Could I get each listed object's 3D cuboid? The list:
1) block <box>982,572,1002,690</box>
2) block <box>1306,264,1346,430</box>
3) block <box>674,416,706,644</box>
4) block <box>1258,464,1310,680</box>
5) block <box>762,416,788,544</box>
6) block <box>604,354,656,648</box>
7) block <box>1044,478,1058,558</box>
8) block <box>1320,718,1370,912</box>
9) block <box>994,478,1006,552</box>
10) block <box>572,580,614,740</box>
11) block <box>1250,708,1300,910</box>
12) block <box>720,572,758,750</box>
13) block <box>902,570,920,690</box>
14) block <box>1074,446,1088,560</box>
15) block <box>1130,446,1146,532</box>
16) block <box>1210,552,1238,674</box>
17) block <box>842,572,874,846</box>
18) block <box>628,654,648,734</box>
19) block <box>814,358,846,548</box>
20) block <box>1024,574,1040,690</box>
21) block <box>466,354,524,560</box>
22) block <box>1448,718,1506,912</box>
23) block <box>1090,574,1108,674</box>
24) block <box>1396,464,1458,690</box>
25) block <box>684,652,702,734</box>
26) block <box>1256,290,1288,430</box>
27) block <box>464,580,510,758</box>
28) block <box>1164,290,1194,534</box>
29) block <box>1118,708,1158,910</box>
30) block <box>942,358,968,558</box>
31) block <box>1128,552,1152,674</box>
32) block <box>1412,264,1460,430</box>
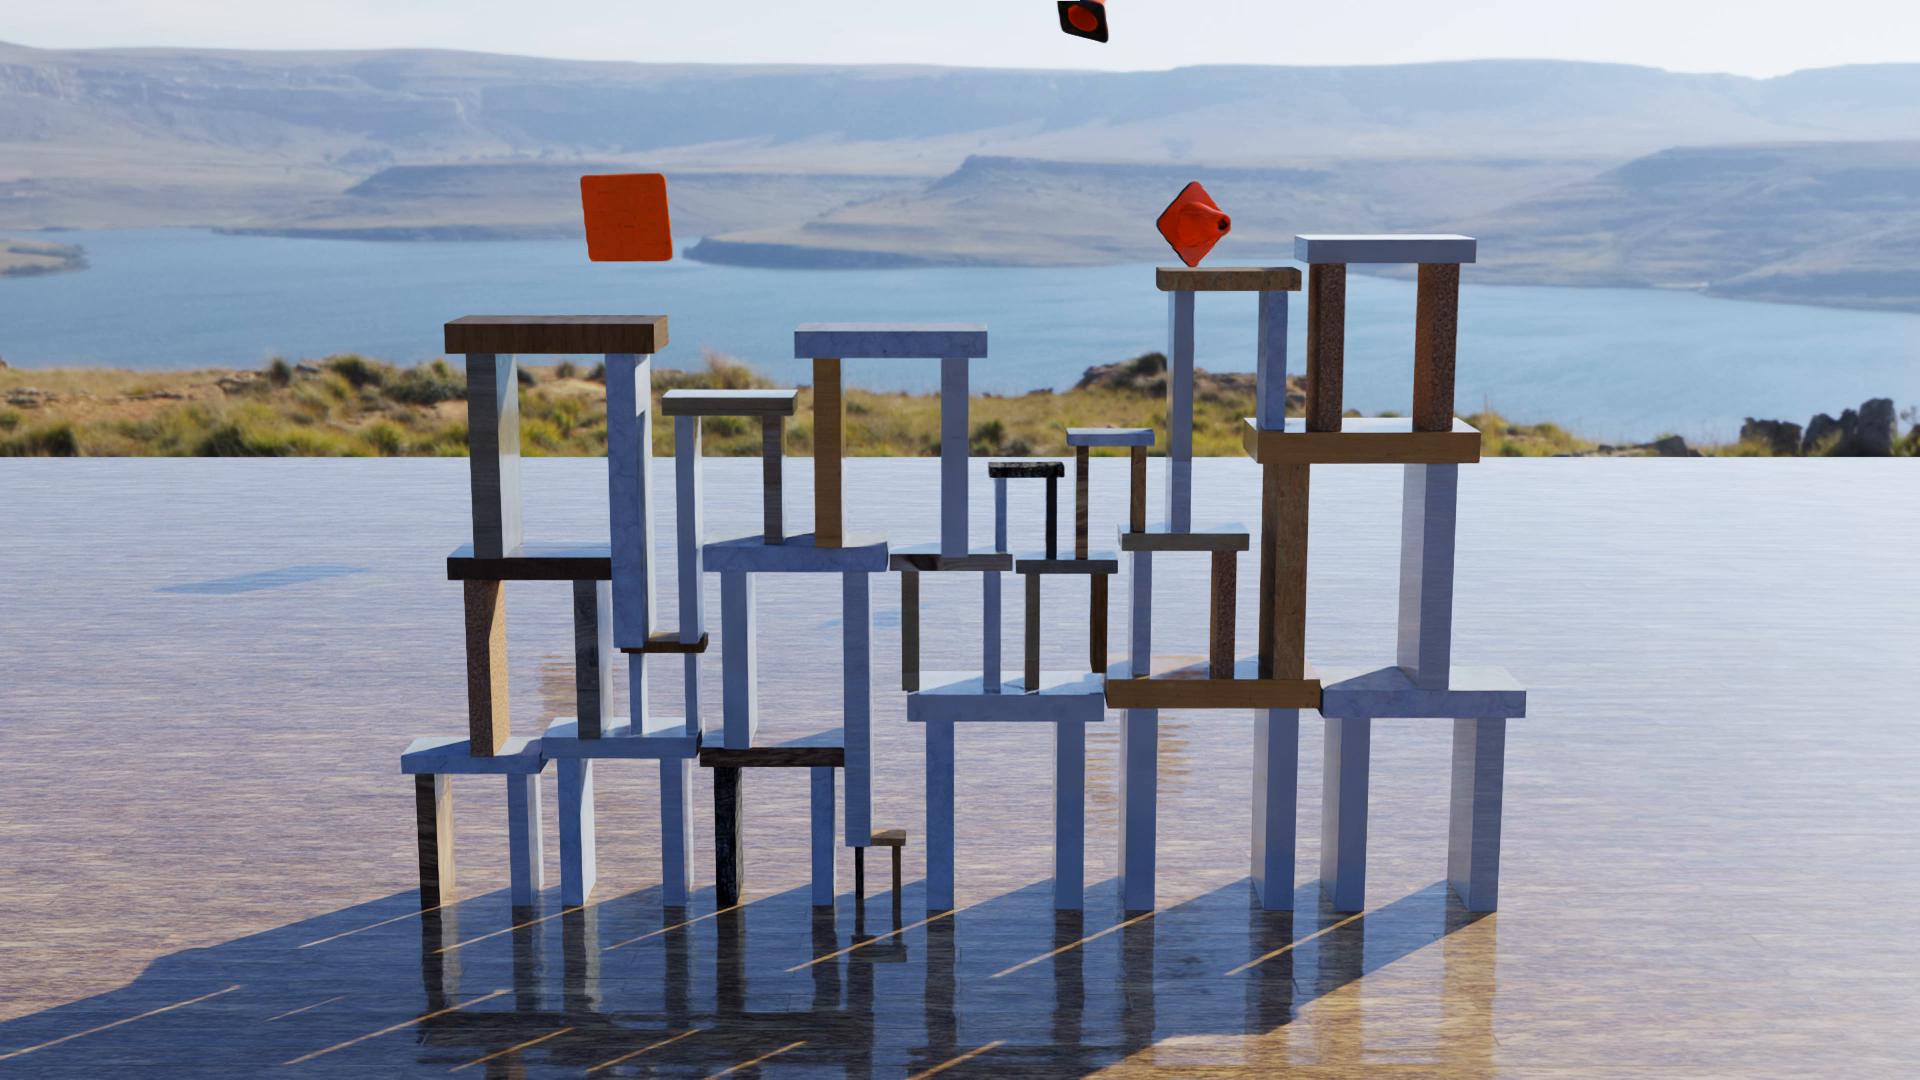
[{"bbox_3d":[0.052,0.137,3.586,0.028,0.197,0.099,0,11,0],"label":"block"},{"bbox_3d":[0.582,-0.313,3.501,0.037,0.262,0.131,0,11,0],"label":"block"},{"bbox_3d":[-0.436,-0.024,3.555,0.029,0.369,0.103,0,11,0],"label":"block"},{"bbox_3d":[0.525,0.036,3.570,0.049,0.349,0.175,0,11,0],"label":"block"},{"bbox_3d":[-0.297,-0.104,3.539,0.029,0.207,0.104,0,11,0],"label":"block"},{"bbox_3d":[-0.529,-0.074,3.545,0.046,0.471,0.163,0,11,0],"label":"block"},{"bbox_3d":[0.147,-0.041,3.556,0.017,0.131,0.060,0,11,0],"label":"block"},{"bbox_3d":[0.636,0.431,3.637,0.046,0.325,0.162,0,11,0],"label":"block"},{"bbox_3d":[0.065,-0.046,3.551,0.017,0.120,0.060,-1,10,-2],"label":"block"},{"bbox_3d":[-0.598,0.181,3.590,0.037,0.262,0.131,0,11,0],"label":"block"},{"bbox_3d":[0.520,0.422,3.642,0.048,0.340,0.170,0,11,0],"label":"block"},{"bbox_3d":[-0.361,0.181,3.597,0.041,0.292,0.146,0,11,0],"label":"block"},{"bbox_3d":[-0.080,0.137,3.586,0.028,0.197,0.099,0,11,0],"label":"block"},{"bbox_3d":[0.195,-0.065,3.546,0.020,0.183,0.069,0,11,0],"label":"block"},{"bbox_3d":[0.287,-0.088,3.542,0.020,0.138,0.069,0,11,0],"label":"block"},{"bbox_3d":[0.428,0.108,3.578,0.029,0.203,0.102,0,11,0],"label":"block"},{"bbox_3d":[-0.166,0.262,3.612,0.041,0.456,0.146,0,11,0],"label":"block"},{"bbox_3d":[-0.527,0.243,3.604,0.019,0.135,0.068,0,11,0],"label":"block"},{"bbox_3d":[-0.208,-0.149,3.527,0.043,0.301,0.150,0,11,0],"label":"block"},{"bbox_3d":[0.117,0.141,3.586,0.023,0.191,0.082,0,11,0],"label":"block"},{"bbox_3d":[-0.746,-0.145,3.532,0.046,0.326,0.163,0,11,0],"label":"block"},{"bbox_3d":[0.853,0.431,3.637,0.046,0.325,0.162,0,11,0],"label":"block"},{"bbox_3d":[0.226,0.128,3.583,0.023,0.164,0.082,0,11,0],"label":"block"},{"bbox_3d":[0.757,0.044,3.572,0.049,0.367,0.175,0,11,0],"label":"block"},{"bbox_3d":[-0.437,0.243,3.604,0.019,0.135,0.067,0,11,0],"label":"block"},{"bbox_3d":[0.497,-0.291,3.504,0.031,0.219,0.109,0,11,0],"label":"block"},{"bbox_3d":[-0.772,0.196,3.593,0.037,0.292,0.131,0,11,0],"label":"block"},{"bbox_3d":[0.351,-0.209,3.520,0.031,0.385,0.109,0,11,0],"label":"block"},{"bbox_3d":[0.294,0.422,3.642,0.048,0.340,0.170,0,11,0],"label":"block"},{"bbox_3d":[-0.008,-0.141,3.528,0.043,0.316,0.150,0,11,0],"label":"block"},{"bbox_3d":[0.292,0.108,3.578,0.029,0.203,0.102,0,11,0],"label":"block"},{"bbox_3d":[0.757,-0.313,3.501,0.037,0.262,0.131,0,11,0],"label":"block"}]
